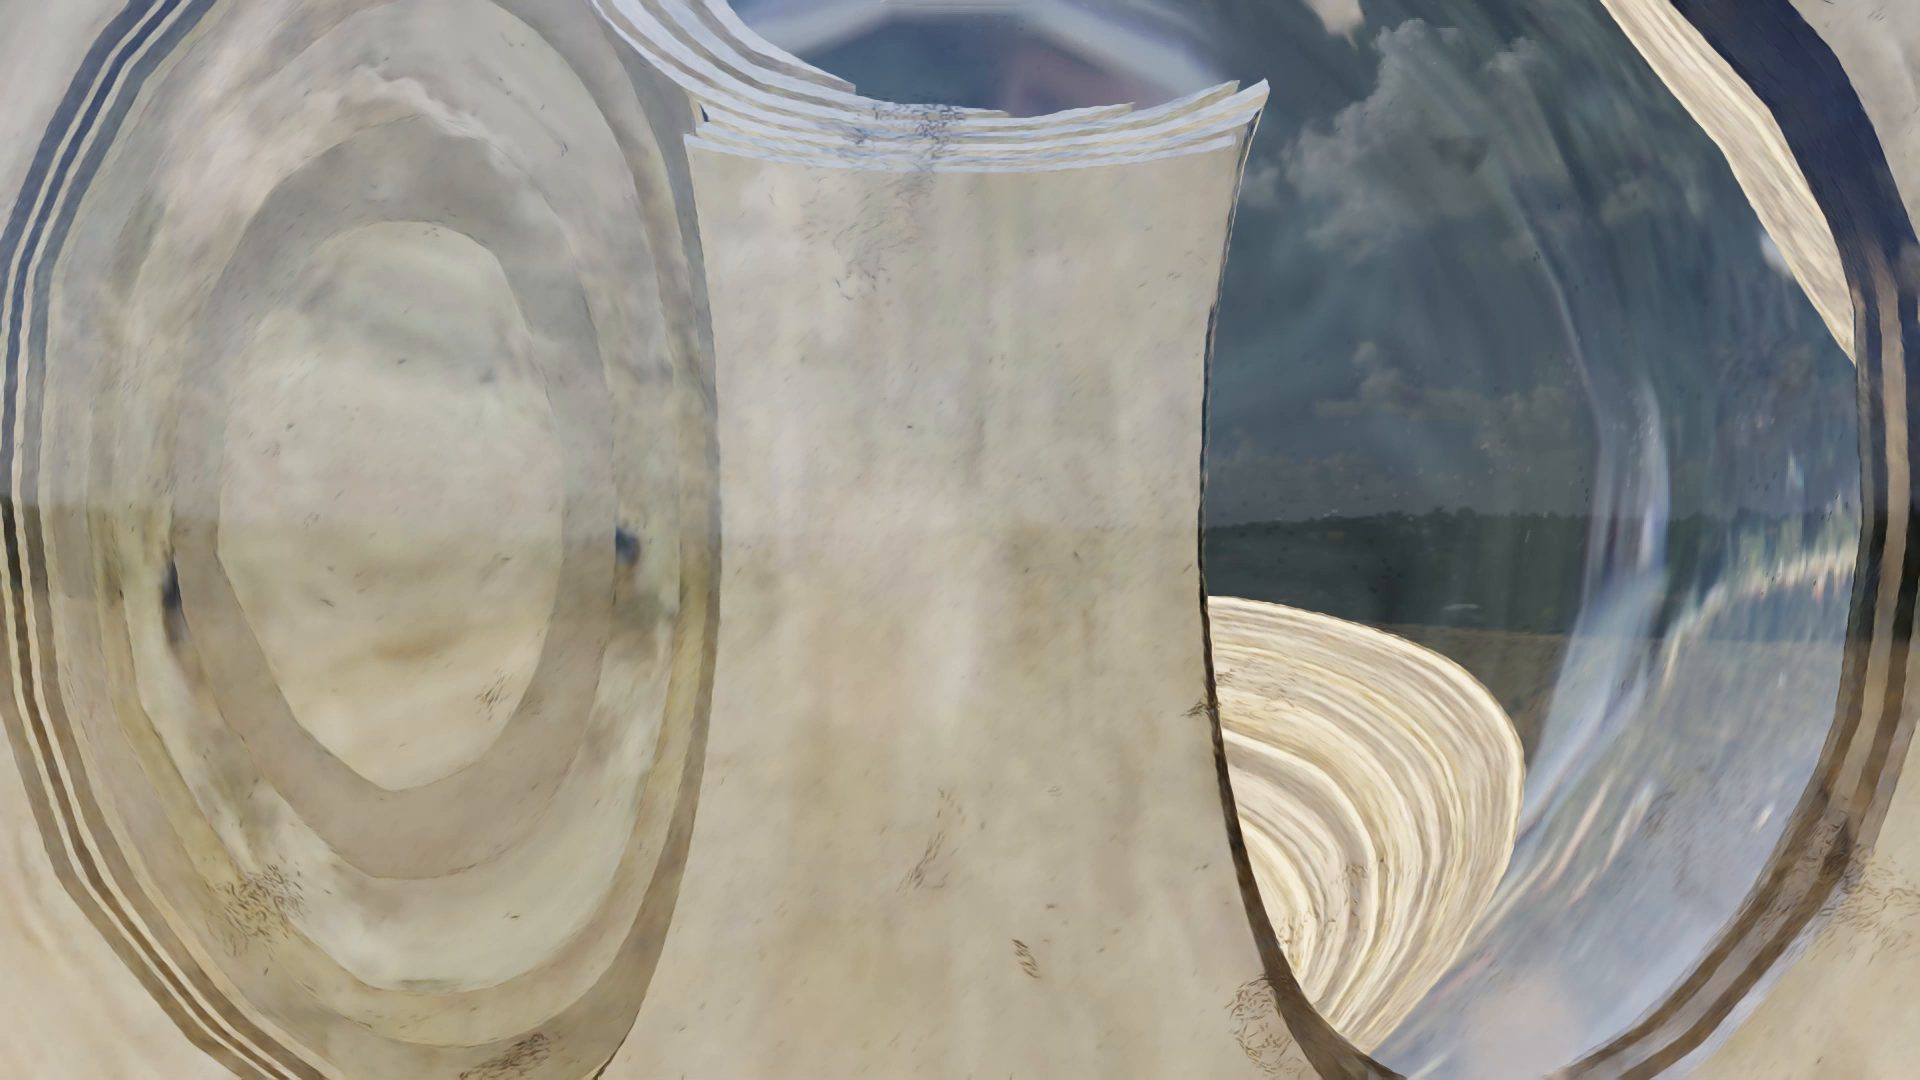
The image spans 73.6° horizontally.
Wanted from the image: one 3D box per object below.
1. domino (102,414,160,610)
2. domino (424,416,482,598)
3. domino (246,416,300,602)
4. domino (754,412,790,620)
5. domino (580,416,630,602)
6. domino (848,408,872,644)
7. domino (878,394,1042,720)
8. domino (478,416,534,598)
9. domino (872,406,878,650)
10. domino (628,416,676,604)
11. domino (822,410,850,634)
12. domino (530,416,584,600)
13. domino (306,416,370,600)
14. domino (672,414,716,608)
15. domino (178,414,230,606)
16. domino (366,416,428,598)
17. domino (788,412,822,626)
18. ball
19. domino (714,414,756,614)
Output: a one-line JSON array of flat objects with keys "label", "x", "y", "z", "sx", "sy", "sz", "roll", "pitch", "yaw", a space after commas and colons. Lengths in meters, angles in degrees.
[{"label": "domino", "x": -0.220, "y": -0.008, "z": 0.341, "sx": 0.009, "sy": 0.050, "sz": 0.025, "roll": -2, "pitch": 5, "yaw": -29}, {"label": "domino", "x": -0.142, "y": -0.010, "z": 0.365, "sx": 0.009, "sy": 0.050, "sz": 0.025, "roll": 0, "pitch": 4, "yaw": -1}, {"label": "domino", "x": -0.191, "y": -0.009, "z": 0.356, "sx": 0.010, "sy": 0.050, "sz": 0.025, "roll": -2, "pitch": 5, "yaw": -23}, {"label": "domino", "x": -0.038, "y": -0.007, "z": 0.322, "sx": 0.025, "sy": 0.050, "sz": 0.009, "roll": -4, "pitch": 6, "yaw": -44}, {"label": "domino", "x": -0.094, "y": -0.009, "z": 0.357, "sx": 0.010, "sy": 0.050, "sz": 0.025, "roll": 1, "pitch": 5, "yaw": 19}, {"label": "domino", "x": -0.011, "y": -0.004, "z": 0.281, "sx": 0.025, "sy": 0.050, "sz": 0.010, "roll": -2, "pitch": 5, "yaw": -24}, {"label": "domino", "x": 0.000, "y": 0.002, "z": 0.201, "sx": 0.025, "sy": 0.050, "sz": 0.009, "roll": 0, "pitch": 4, "yaw": 0}, {"label": "domino", "x": -0.126, "y": -0.010, "z": 0.364, "sx": 0.010, "sy": 0.050, "sz": 0.025, "roll": 0, "pitch": 4, "yaw": 6}, {"label": "domino", "x": -0.005, "y": -0.002, "z": 0.266, "sx": 0.025, "sy": 0.050, "sz": 0.010, "roll": -1, "pitch": 5, "yaw": -18}, {"label": "domino", "x": -0.078, "y": -0.009, "z": 0.351, "sx": 0.009, "sy": 0.050, "sz": 0.025, "roll": 2, "pitch": 5, "yaw": 26}, {"label": "domino", "x": -0.018, "y": -0.005, "z": 0.296, "sx": 0.025, "sy": 0.050, "sz": 0.010, "roll": -3, "pitch": 5, "yaw": -31}, {"label": "domino", "x": -0.109, "y": -0.010, "z": 0.362, "sx": 0.010, "sy": 0.050, "sz": 0.025, "roll": 1, "pitch": 4, "yaw": 13}, {"label": "domino", "x": -0.175, "y": -0.010, "z": 0.361, "sx": 0.010, "sy": 0.050, "sz": 0.025, "roll": -1, "pitch": 4, "yaw": -14}, {"label": "domino", "x": -0.064, "y": -0.008, "z": 0.343, "sx": 0.010, "sy": 0.050, "sz": 0.025, "roll": 3, "pitch": 5, "yaw": 32}, {"label": "domino", "x": -0.205, "y": -0.009, "z": 0.349, "sx": 0.010, "sy": 0.050, "sz": 0.025, "roll": -2, "pitch": 5, "yaw": -28}, {"label": "domino", "x": -0.159, "y": -0.010, "z": 0.364, "sx": 0.009, "sy": 0.050, "sz": 0.025, "roll": -1, "pitch": 4, "yaw": -7}, {"label": "domino", "x": -0.028, "y": -0.006, "z": 0.310, "sx": 0.025, "sy": 0.050, "sz": 0.010, "roll": -3, "pitch": 5, "yaw": -37}, {"label": "ball", "x": 0.000, "y": -0.002, "z": 0.056, "sx": 0.080, "sy": 0.080, "sz": 0.080, "roll": 0, "pitch": 4, "yaw": 0}, {"label": "domino", "x": -0.051, "y": -0.007, "z": 0.333, "sx": 0.009, "sy": 0.050, "sz": 0.025, "roll": 3, "pitch": 6, "yaw": 39}]
